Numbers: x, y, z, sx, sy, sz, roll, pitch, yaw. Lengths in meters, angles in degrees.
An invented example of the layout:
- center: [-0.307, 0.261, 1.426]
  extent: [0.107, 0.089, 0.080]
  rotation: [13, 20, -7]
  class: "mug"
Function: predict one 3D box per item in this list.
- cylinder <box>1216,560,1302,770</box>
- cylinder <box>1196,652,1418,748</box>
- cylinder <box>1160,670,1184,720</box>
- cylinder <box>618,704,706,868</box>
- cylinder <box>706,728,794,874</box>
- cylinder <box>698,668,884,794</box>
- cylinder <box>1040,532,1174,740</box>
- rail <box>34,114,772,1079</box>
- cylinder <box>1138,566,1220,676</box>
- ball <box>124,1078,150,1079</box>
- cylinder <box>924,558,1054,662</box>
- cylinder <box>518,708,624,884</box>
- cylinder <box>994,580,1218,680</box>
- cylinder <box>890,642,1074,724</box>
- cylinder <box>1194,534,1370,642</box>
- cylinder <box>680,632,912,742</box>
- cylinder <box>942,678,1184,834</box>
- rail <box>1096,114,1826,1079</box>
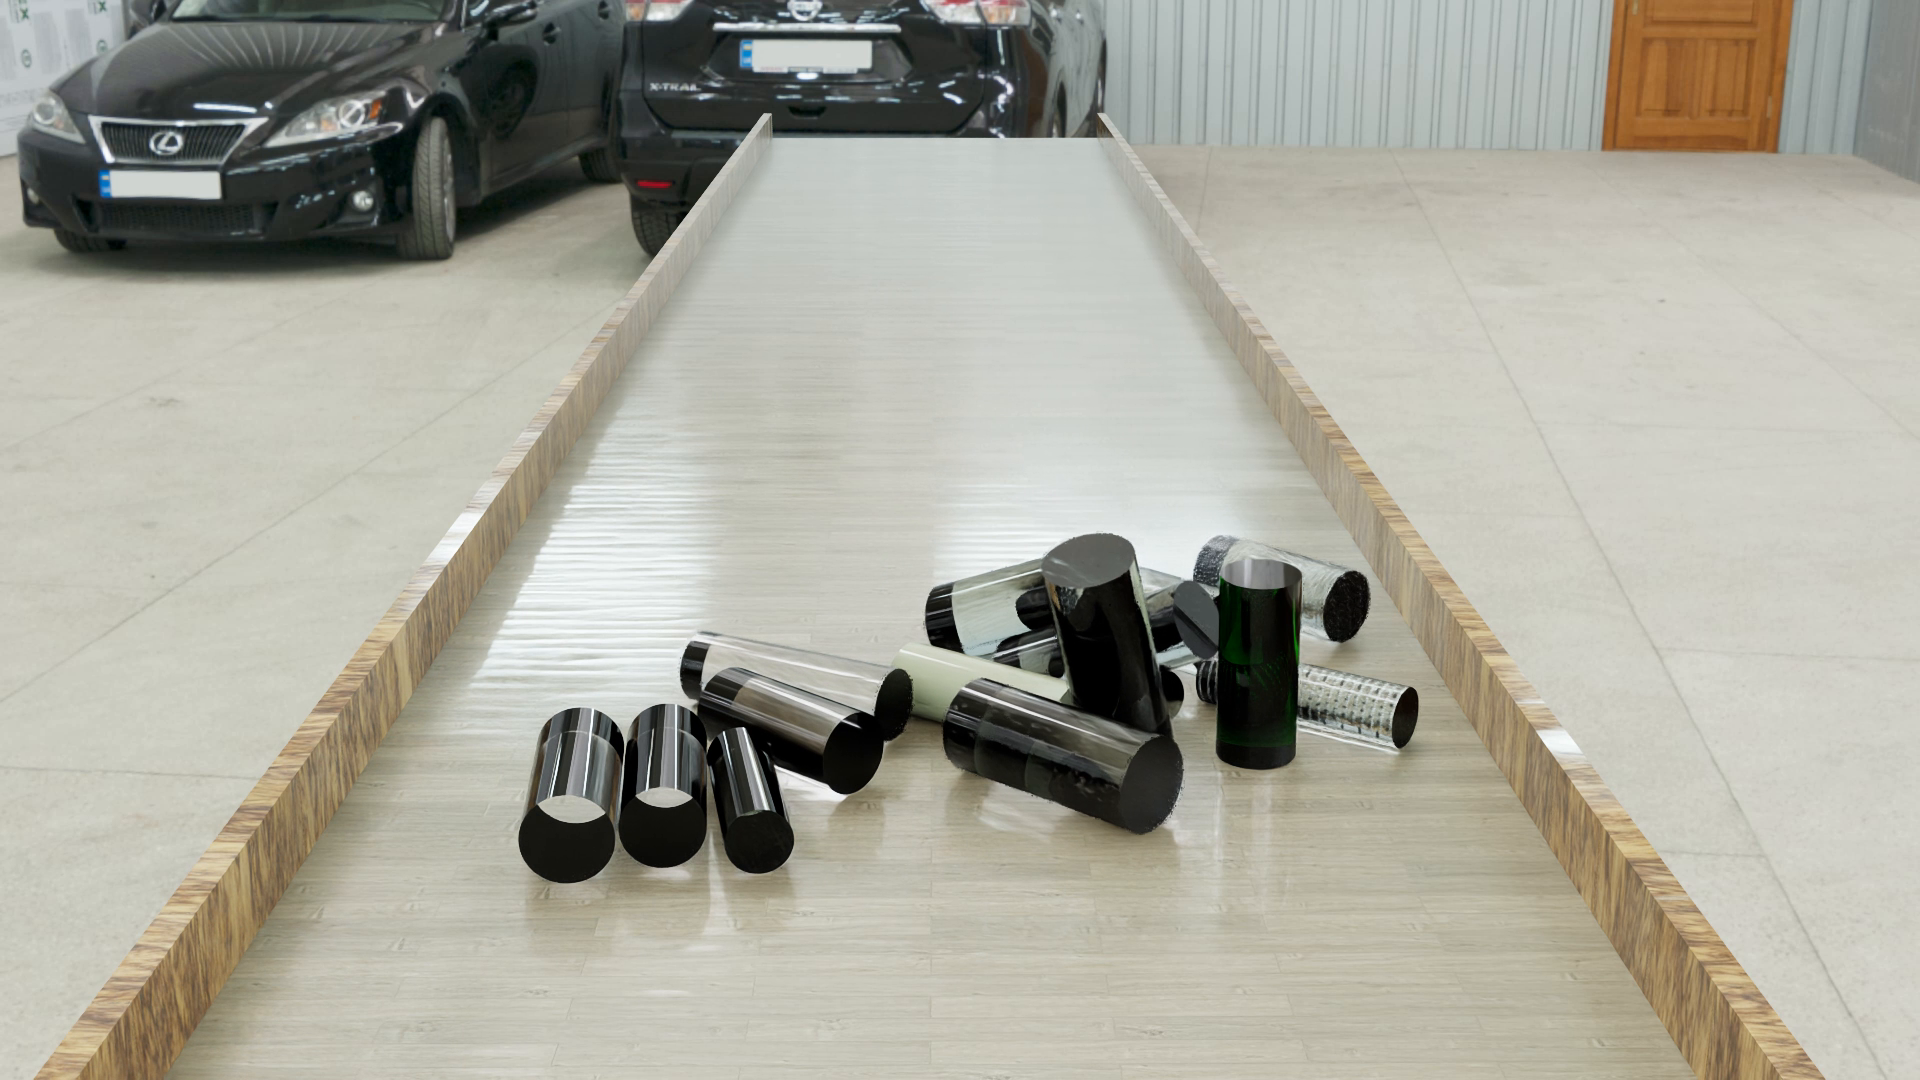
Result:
- center: [0.526, 0.219, 3.874]
  extent: [0.142, 0.342, 0.142]
  rotation: [-1, 21, 0]
  class: "cylinder"
- center: [0.639, 0.286, 4.066]
  extent: [0.401, 0.113, 0.113]
  rotation: [12, 20, 34]
  class: "cylinder"
- center: [0.304, 0.245, 4.198]
  extent: [0.117, 0.117, 0.340]
  rotation: [-5, 17, -18]
  class: "cylinder"
- center: [-0.488, 0.401, 3.637]
  extent: [0.138, 0.138, 0.370]
  rotation: [-2, 17, -6]
  class: "cylinder"
- center: [-0.347, 0.423, 3.612]
  extent: [0.110, 0.110, 0.355]
  rotation: [-3, 17, -10]
  class: "cylinder"
- center: [-0.300, 0.332, 3.857]
  extent: [0.327, 0.146, 0.146]
  rotation: [15, 22, 41]
  class: "cylinder"
- center: [0.258, 0.197, 3.810]
  extent: [0.162, 0.398, 0.162]
  rotation: [-10, 32, 7]
  class: "cylinder"
- center: [-1.118, -0.838, 7.780]
  extent: [0.050, 0.150, 12.000]
  rotation: [0, 17, -1]
  class: "rail"
- center: [0.360, 0.143, 4.435]
  extent: [0.178, 0.178, 0.434]
  rotation: [-15, 22, -42]
  class: "cylinder"
- center: [-0.840, 0.718, 2.206]
  extent: [0.346, 0.346, 0.346]
  rotation: [0, 17, 0]
  class: "ball"
- center: [0.130, 0.134, 4.252]
  extent: [0.357, 0.178, 0.178]
  rotation: [-16, 7, 31]
  class: "cylinder"
- center: [-0.629, 0.410, 3.587]
  extent: [0.149, 0.149, 0.381]
  rotation: [-2, 17, -6]
  class: "cylinder"
- center: [0.265, 0.197, 4.018]
  extent: [0.418, 0.144, 0.144]
  rotation: [-20, 2, 38]
  class: "cylinder"
- center: [0.053, 0.289, 4.020]
  extent: [0.374, 0.134, 0.134]
  rotation: [12, 21, 36]
  class: "cylinder"
- center: [0.673, 0.099, 4.625]
  extent: [0.153, 0.153, 0.351]
  rotation: [-15, 22, -40]
  class: "cylinder"
- center: [-0.307, 0.269, 4.089]
  extent: [0.429, 0.134, 0.134]
  rotation: [9, 19, 28]
  class: "cylinder"
- center: [0.170, 0.361, 3.724]
  extent: [0.397, 0.164, 0.164]
  rotation: [15, 22, 41]
  class: "cylinder"
- center: [0.932, -0.844, 7.801]
  extent: [0.050, 0.150, 12.000]
  rotation: [0, 17, -1]
  class: "rail"
